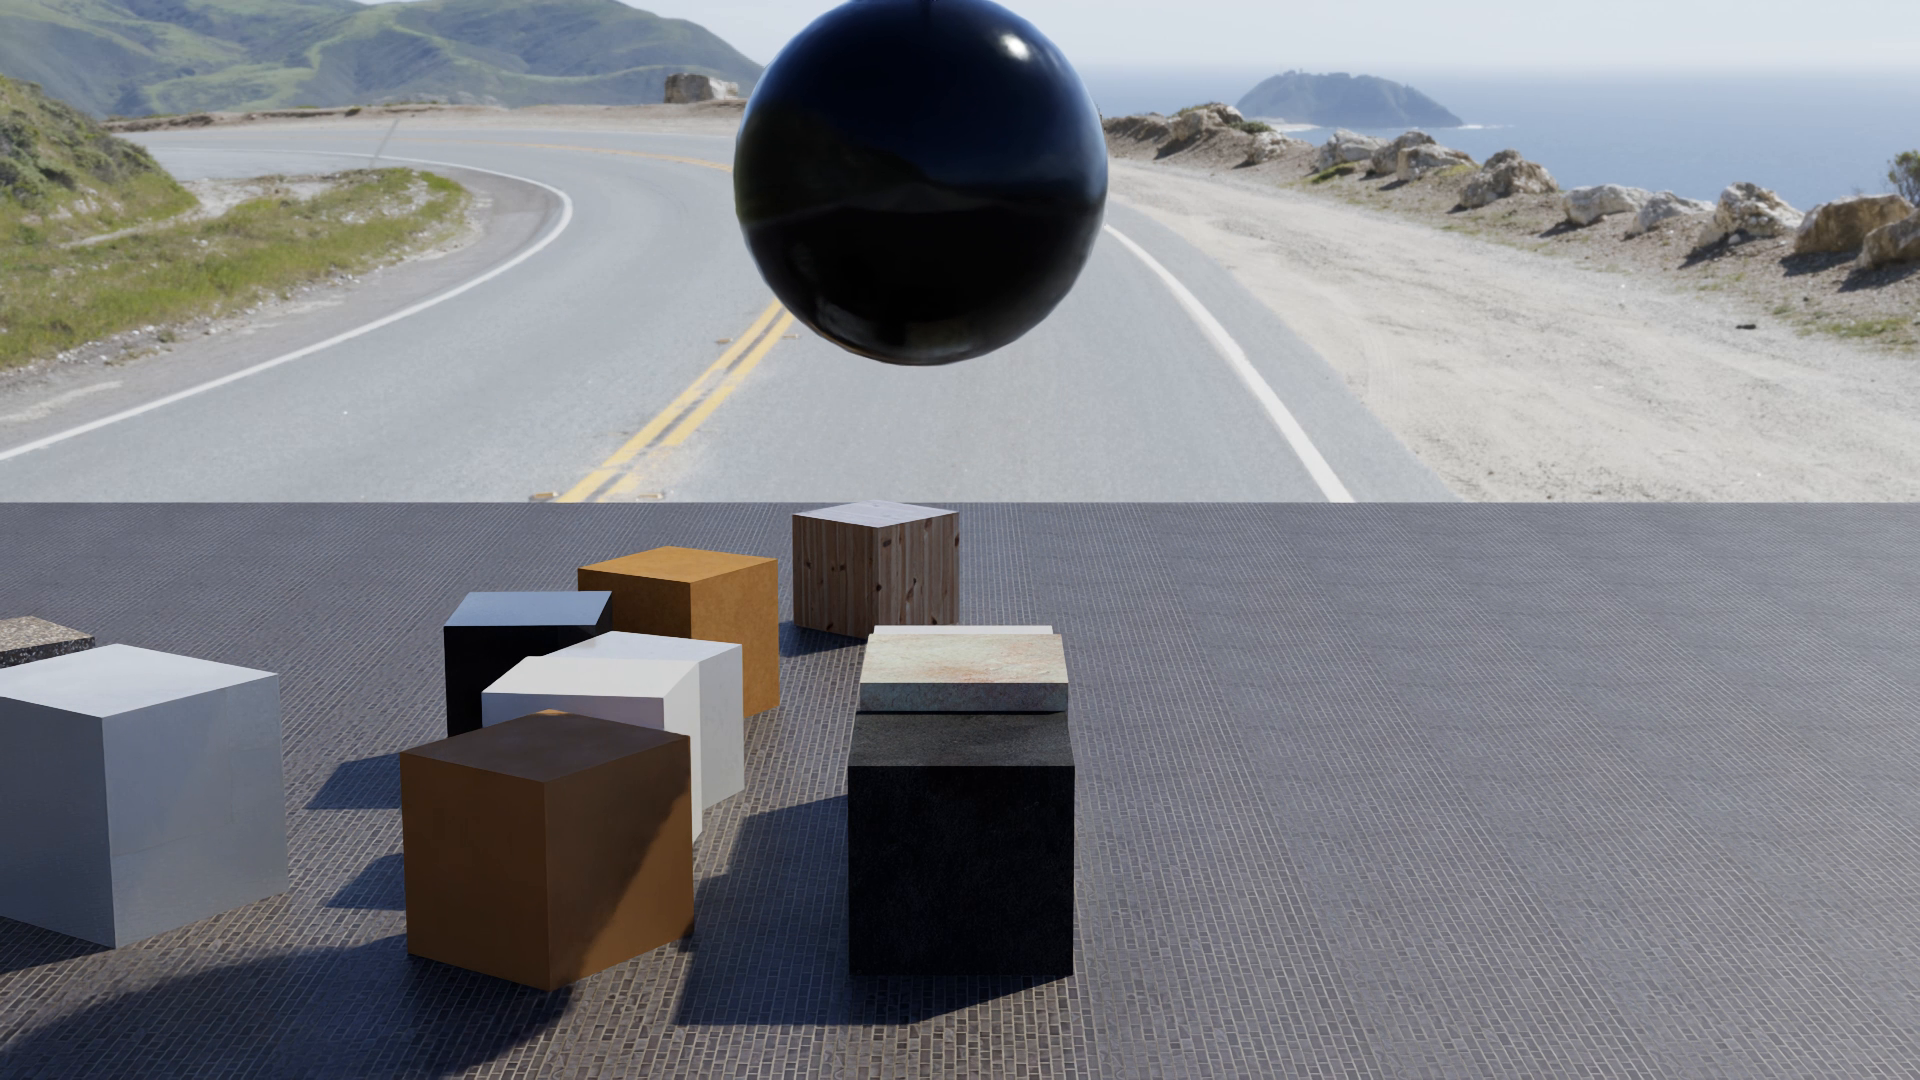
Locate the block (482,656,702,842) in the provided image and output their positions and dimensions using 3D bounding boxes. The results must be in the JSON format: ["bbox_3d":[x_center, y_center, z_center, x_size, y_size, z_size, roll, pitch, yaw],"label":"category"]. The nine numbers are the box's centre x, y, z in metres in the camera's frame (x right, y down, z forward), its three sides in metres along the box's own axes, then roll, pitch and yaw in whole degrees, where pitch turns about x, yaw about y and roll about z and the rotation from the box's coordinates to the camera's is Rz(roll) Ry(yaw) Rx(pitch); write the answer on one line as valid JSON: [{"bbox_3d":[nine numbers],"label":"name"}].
[{"bbox_3d":[-1.660,1.018,11.679,0.819,0.818,0.713,1,10,7],"label":"block"}]

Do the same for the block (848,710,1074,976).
[{"bbox_3d":[0.004,1.219,10.473,0.883,0.854,0.875,0,10,0],"label":"block"}]

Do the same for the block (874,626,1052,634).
[{"bbox_3d":[0.016,0.905,12.283,0.870,0.825,0.856,0,10,0],"label":"block"}]

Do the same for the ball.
[{"bbox_3d":[-0.168,-1.537,10.901,1.600,1.600,1.600,0,10,0],"label":"ball"}]

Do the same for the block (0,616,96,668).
[{"bbox_3d":[-4.795,0.865,12.633,0.836,0.778,0.694,-10,14,-44],"label":"block"}]

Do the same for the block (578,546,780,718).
[{"bbox_3d":[-1.553,0.543,14.230,0.775,0.840,0.793,6,12,31],"label":"block"}]

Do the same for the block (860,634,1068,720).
[{"bbox_3d":[0.020,0.995,11.367,0.878,0.975,0.950,0,10,0],"label":"block"}]

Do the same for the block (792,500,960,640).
[{"bbox_3d":[-0.539,0.183,16.531,0.748,0.725,0.770,9,14,40],"label":"block"}]

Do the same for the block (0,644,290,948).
[{"bbox_3d":[-3.619,1.065,11.007,1.069,0.967,0.914,7,12,33],"label":"block"}]

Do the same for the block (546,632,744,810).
[{"bbox_3d":[-1.561,0.907,12.516,0.749,0.738,0.717,5,11,24],"label":"block"}]

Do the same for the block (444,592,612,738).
[{"bbox_3d":[-2.207,0.742,13.251,0.751,0.799,0.845,0,10,-2],"label":"block"}]

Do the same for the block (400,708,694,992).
[{"bbox_3d":[-1.668,1.235,10.429,0.789,0.839,0.851,7,12,34],"label":"block"}]
